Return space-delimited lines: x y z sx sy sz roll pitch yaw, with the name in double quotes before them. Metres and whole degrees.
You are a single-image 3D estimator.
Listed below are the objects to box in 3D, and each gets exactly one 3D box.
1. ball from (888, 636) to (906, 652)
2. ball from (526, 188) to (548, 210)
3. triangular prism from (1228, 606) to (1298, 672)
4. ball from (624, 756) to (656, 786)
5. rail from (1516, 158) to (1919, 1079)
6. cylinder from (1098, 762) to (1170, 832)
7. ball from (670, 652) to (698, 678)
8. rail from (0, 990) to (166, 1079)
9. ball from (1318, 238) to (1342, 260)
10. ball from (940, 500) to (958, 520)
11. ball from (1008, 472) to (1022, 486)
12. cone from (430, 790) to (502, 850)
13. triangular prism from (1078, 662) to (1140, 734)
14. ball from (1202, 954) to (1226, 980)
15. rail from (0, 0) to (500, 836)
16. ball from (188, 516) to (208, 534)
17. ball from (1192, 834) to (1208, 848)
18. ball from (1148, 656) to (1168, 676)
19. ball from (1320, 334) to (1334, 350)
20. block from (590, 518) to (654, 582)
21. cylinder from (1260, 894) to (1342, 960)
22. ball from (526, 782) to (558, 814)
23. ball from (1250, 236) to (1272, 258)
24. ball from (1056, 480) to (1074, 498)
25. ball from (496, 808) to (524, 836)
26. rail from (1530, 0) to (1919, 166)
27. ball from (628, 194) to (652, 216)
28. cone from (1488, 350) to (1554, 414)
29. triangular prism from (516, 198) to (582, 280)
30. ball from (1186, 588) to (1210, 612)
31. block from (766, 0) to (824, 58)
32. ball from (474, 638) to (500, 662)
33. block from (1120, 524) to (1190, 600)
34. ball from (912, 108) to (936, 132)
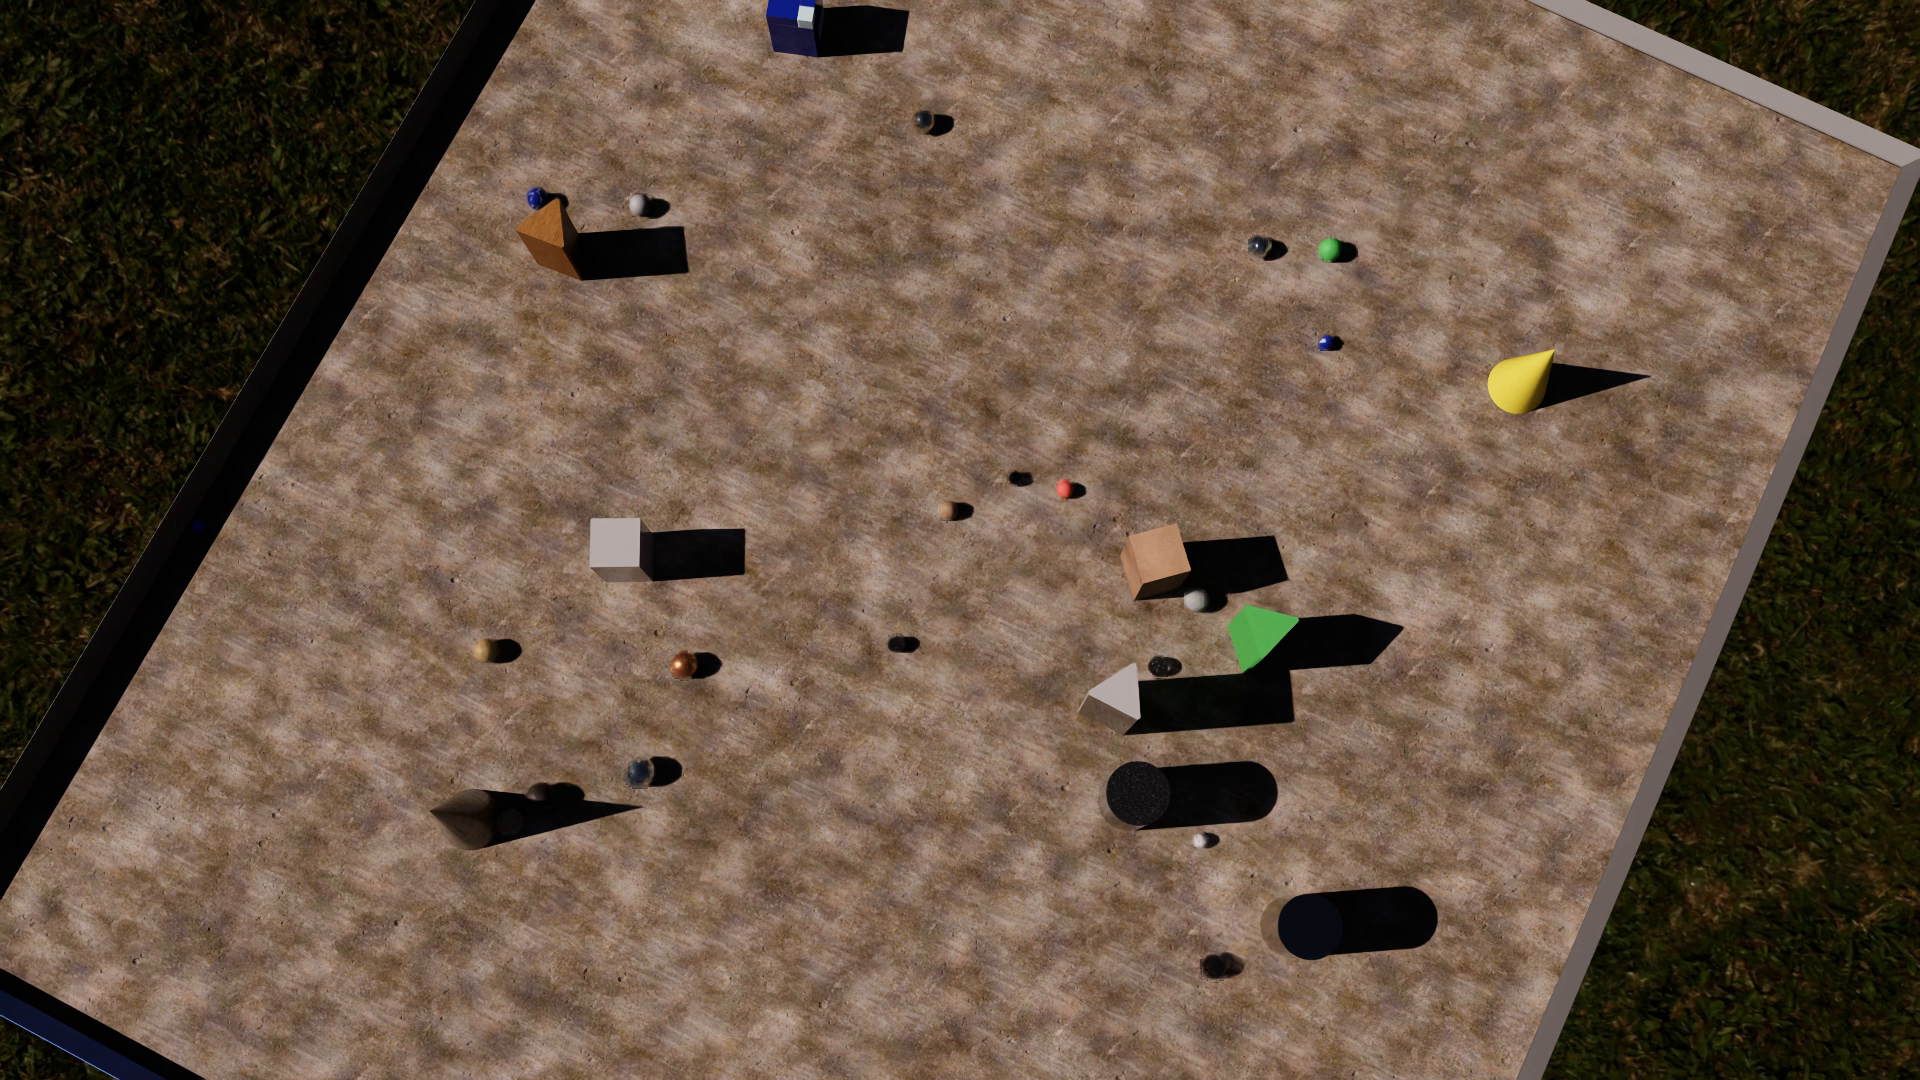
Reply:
"ball" -0.192 0.314 5.524 0.054 0.054 0.054 0 78 0
"ball" -1.337 -1.080 5.805 0.068 0.068 0.068 0 78 0
"triangular prism" 0.863 0.268 5.390 0.136 0.335 0.157 44 82 8
"ball" -0.947 0.686 5.429 0.090 0.090 0.090 0 78 0
"rail" 1.919 0.946 5.360 0.045 0.118 4.926 26 80 5
"cylinder" 0.501 0.744 5.303 0.181 0.313 0.181 0 78 0
"ball" -0.827 0.374 5.498 0.081 0.081 0.081 0 78 0
"rail" -1.091 2.143 5.112 4.339 0.118 0.045 26 80 5
"ball" 1.167 -0.916 5.768 0.072 0.072 0.072 0 78 0
"ball" -0.033 -0.091 5.605 0.059 0.059 0.059 0 78 0
"ball" 0.171 -0.190 5.633 0.045 0.045 0.045 0 78 0
"cone" -1.449 0.785 5.223 0.181 0.452 0.181 0 78 0
"triangular prism" 0.456 0.445 5.297 0.157 0.446 0.136 27 80 5
"ball" 0.737 1.241 5.323 0.072 0.072 0.072 0 78 0
"rail" -1.919 -0.934 5.748 0.045 0.118 4.926 26 80 5
"ball" -2.329 -0.047 5.598 0.055 0.055 0.055 0 78 0
"ball" 0.710 0.888 5.409 0.046 0.046 0.046 0 78 0
"ball" 0.595 0.380 5.507 0.060 0.060 0.060 0 78 0
"ball" 1.146 -0.618 5.720 0.046 0.046 0.046 0 78 0
"block" -1.010 0.032 5.484 0.145 0.246 0.145 -1 78 0
"cylinder" 0.972 1.104 5.234 0.181 0.301 0.181 0 78 0
"ball" -1.237 0.762 5.412 0.091 0.091 0.091 0 78 0
"ball" 0.946 -0.923 5.771 0.070 0.070 0.070 0 78 0
"ball" 0.322 -0.155 5.622 0.052 0.052 0.052 0 78 0
"ball" -1.327 0.831 5.405 0.077 0.077 0.077 0 78 0
"rail" 1.091 -2.130 5.995 4.339 0.118 0.045 26 80 5
"ball" -1.013 -1.061 5.800 0.069 0.069 0.069 0 78 0
"cone" 1.737 -0.519 5.531 0.181 0.376 0.181 0 78 0
"triangular prism" -1.239 -0.940 5.661 0.157 0.292 0.136 21 79 4
"ball" 0.718 0.181 5.541 0.074 0.074 0.074 0 78 0
"block" -0.522 -1.669 5.837 0.145 0.243 0.145 8 78 2
"ball" -1.424 0.332 5.509 0.075 0.075 0.075 0 78 0
"block" 0.579 0.068 5.451 0.145 0.295 0.145 -15 79 -3
"ball" -0.116 -1.340 5.855 0.076 0.076 0.076 0 78 0
